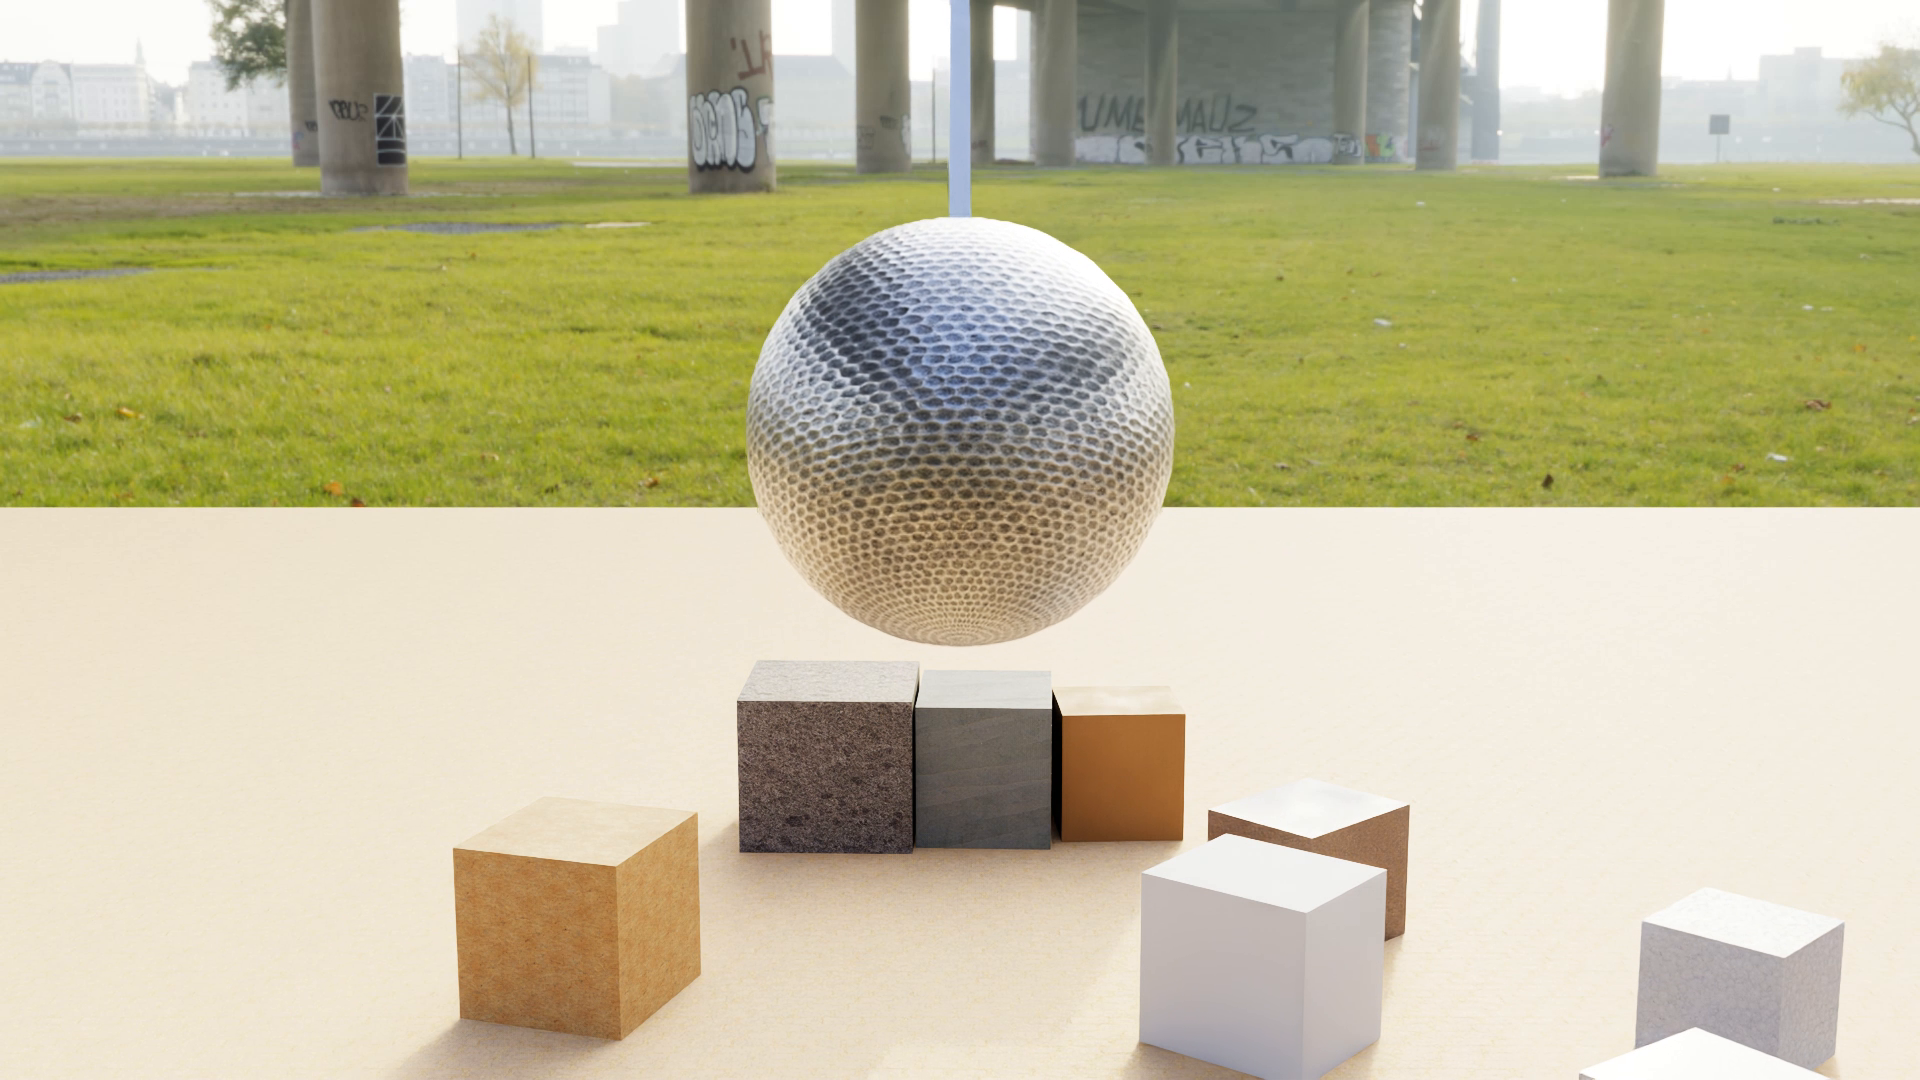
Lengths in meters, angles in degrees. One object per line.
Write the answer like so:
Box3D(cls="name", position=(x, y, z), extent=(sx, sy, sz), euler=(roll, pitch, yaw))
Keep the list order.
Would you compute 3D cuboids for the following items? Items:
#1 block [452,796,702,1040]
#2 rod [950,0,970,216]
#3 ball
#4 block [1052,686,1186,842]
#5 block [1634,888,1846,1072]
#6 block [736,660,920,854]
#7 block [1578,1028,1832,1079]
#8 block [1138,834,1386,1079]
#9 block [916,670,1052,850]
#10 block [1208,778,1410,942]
Box3D(cls="block", position=(-1.565, 1.540, 9.079), extent=(0.725, 0.720, 0.744), euler=(3, 11, 18))
Box3D(cls="rod", position=(0.000, -3.632, 9.262), extent=(0.080, 5.200, 0.080), euler=(0, -18, 0))
Box3D(cls="ball", position=(0.000, -0.401, 8.204), extent=(1.600, 1.600, 1.600), euler=(0, 10, 0))
Box3D(cls="block", position=(0.810, 1.151, 11.383), extent=(0.621, 0.663, 0.582), euler=(-1, 10, -3))
Box3D(cls="block", position=(3.013, 1.733, 8.507), extent=(0.564, 0.546, 0.540), euler=(10, 14, 43))
Box3D(cls="block", position=(-0.658, 1.102, 11.322), extent=(0.865, 0.781, 0.860), euler=(0, 10, 1))
Box3D(cls="block", position=(2.379, 1.989, 6.975), extent=(0.599, 0.590, 0.584), euler=(-7, 13, -35))
Box3D(cls="block", position=(1.187, 1.633, 8.637), extent=(0.731, 0.696, 0.625), euler=(8, 13, 38))
Box3D(cls="block", position=(0.132, 1.121, 11.362), extent=(0.677, 0.729, 0.788), euler=(0, 10, 2))
Box3D(cls="block", position=(1.544, 1.475, 9.772), extent=(0.707, 0.603, 0.569), euler=(-10, 14, -43))
